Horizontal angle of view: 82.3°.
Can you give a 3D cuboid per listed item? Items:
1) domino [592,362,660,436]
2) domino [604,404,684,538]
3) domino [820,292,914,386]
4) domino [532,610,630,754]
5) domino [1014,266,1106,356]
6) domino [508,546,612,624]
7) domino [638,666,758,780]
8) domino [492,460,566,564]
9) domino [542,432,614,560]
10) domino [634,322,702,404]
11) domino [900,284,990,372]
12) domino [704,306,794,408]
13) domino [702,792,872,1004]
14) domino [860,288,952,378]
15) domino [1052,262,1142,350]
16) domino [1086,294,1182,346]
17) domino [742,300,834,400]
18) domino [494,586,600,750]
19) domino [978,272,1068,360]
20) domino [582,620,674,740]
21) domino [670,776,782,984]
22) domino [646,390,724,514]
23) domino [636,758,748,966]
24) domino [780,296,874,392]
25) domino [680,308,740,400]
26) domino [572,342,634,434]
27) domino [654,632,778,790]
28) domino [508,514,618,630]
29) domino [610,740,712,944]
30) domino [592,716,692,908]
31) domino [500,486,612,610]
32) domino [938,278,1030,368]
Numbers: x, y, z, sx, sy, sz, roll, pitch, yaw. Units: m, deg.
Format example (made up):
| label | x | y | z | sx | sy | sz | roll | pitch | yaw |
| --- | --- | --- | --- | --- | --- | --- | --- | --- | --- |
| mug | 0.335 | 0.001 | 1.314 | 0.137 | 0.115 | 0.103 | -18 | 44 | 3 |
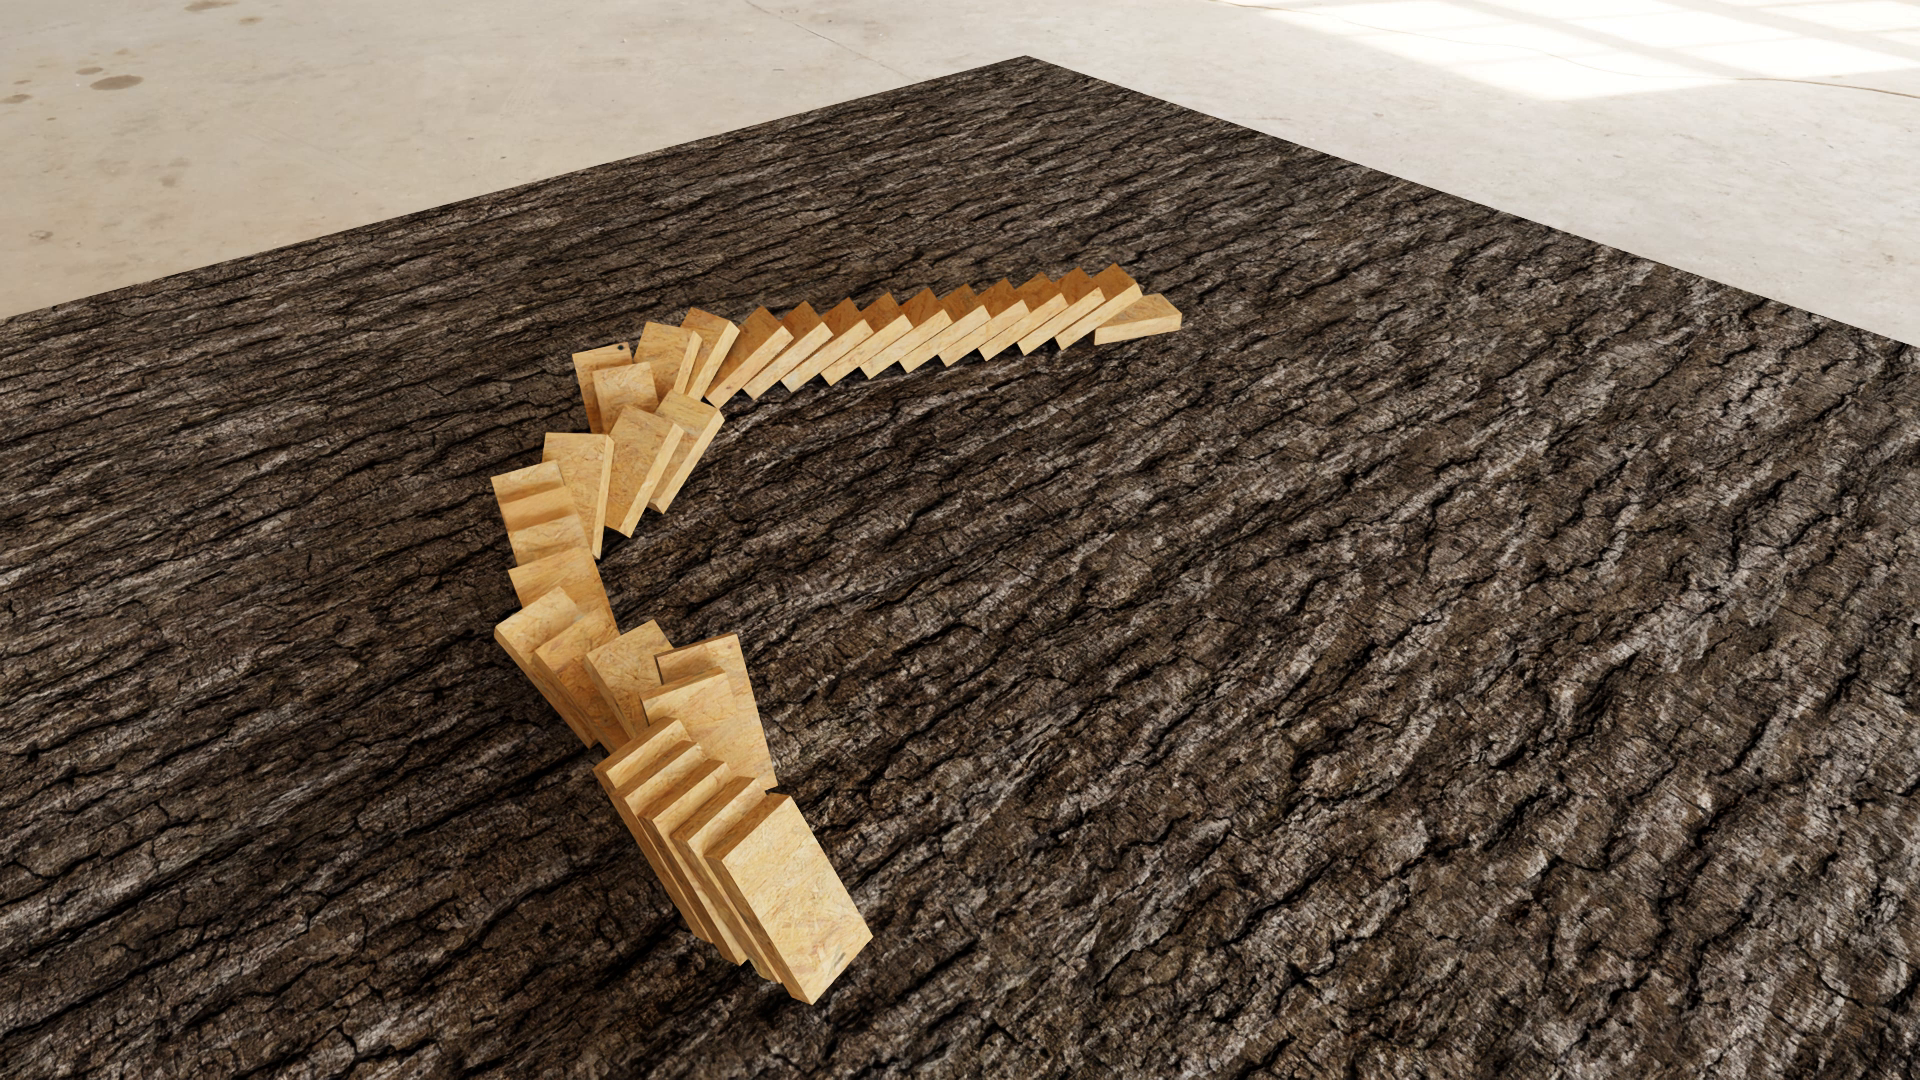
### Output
| label | x | y | z | sx | sy | sz | roll | pitch | yaw |
| --- | --- | --- | --- | --- | --- | --- | --- | --- | --- |
| domino | -0.145 | -0.052 | 0.486 | 0.025 | 0.009 | 0.050 | -13 | 75 | -13 |
| domino | -0.138 | -0.029 | 0.456 | 0.025 | 0.010 | 0.050 | 21 | 79 | 17 |
| domino | -0.050 | -0.100 | 0.548 | 0.050 | 0.009 | 0.025 | -34 | 43 | 4 |
| domino | -0.114 | 0.050 | 0.363 | 0.050 | 0.010 | 0.025 | 48 | 53 | 4 |
| domino | 0.048 | -0.119 | 0.571 | 0.050 | 0.009 | 0.025 | -34 | 43 | 4 |
| domino | -0.137 | 0.030 | 0.387 | 0.025 | 0.009 | 0.050 | -21 | 75 | -24 |
| domino | -0.077 | 0.066 | 0.332 | 0.025 | 0.050 | 0.010 | -18 | 14 | -21 |
| domino | -0.162 | -0.004 | 0.428 | 0.025 | 0.010 | 0.050 | -18 | 75 | -16 |
| domino | -0.156 | -0.018 | 0.444 | 0.025 | 0.010 | 0.050 | 2 | 75 | 2 |
| domino | -0.141 | -0.075 | 0.513 | 0.025 | 0.009 | 0.050 | 13 | 78 | 15 |
| domino | -0.011 | -0.108 | 0.557 | 0.050 | 0.010 | 0.025 | -33 | 43 | 4 |
| domino | -0.106 | -0.089 | 0.532 | 0.050 | 0.009 | 0.025 | -43 | 49 | 0 |
| domino | -0.045 | 0.096 | 0.296 | 0.009 | 0.050 | 0.025 | -6 | 26 | 46 |
| domino | -0.031 | -0.104 | 0.552 | 0.050 | 0.009 | 0.025 | -33 | 43 | 5 |
| domino | 0.067 | -0.122 | 0.576 | 0.050 | 0.009 | 0.025 | -33 | 43 | 3 |
| domino | 0.090 | -0.118 | 0.588 | 0.050 | 0.010 | 0.025 | -13 | 41 | -15 |
| domino | -0.088 | -0.093 | 0.538 | 0.050 | 0.009 | 0.025 | -39 | 46 | 2 |
| domino | -0.130 | 0.043 | 0.371 | 0.050 | 0.009 | 0.025 | 48 | 54 | 4 |
| domino | 0.028 | -0.115 | 0.567 | 0.050 | 0.010 | 0.025 | -33 | 43 | 4 |
| domino | -0.098 | 0.053 | 0.358 | 0.025 | 0.009 | 0.050 | -30 | 80 | -36 |
| domino | -0.055 | 0.092 | 0.300 | 0.010 | 0.050 | 0.025 | -6 | 27 | 46 |
| domino | -0.126 | -0.038 | 0.471 | 0.025 | 0.010 | 0.050 | 23 | 70 | 15 |
| domino | -0.065 | 0.089 | 0.305 | 0.010 | 0.050 | 0.025 | -5 | 26 | 49 |
| domino | -0.069 | -0.097 | 0.543 | 0.050 | 0.009 | 0.025 | -35 | 44 | 3 |
| domino | -0.129 | -0.084 | 0.525 | 0.025 | 0.009 | 0.050 | 23 | 80 | 25 |
| domino | -0.157 | -0.063 | 0.498 | 0.025 | 0.009 | 0.050 | -15 | 75 | -11 |
| domino | -0.077 | 0.057 | 0.345 | 0.025 | 0.050 | 0.009 | -16 | 6 | -21 |
| domino | -0.144 | 0.018 | 0.402 | 0.025 | 0.009 | 0.050 | -19 | 75 | -20 |
| domino | -0.074 | 0.085 | 0.310 | 0.010 | 0.050 | 0.025 | -5 | 25 | 49 |
| domino | -0.081 | 0.079 | 0.317 | 0.009 | 0.050 | 0.025 | -5 | 26 | 49 |
| domino | -0.152 | 0.007 | 0.415 | 0.025 | 0.010 | 0.050 | -19 | 75 | -19 |
| domino | 0.008 | -0.111 | 0.562 | 0.050 | 0.010 | 0.025 | -32 | 43 | 5 |
